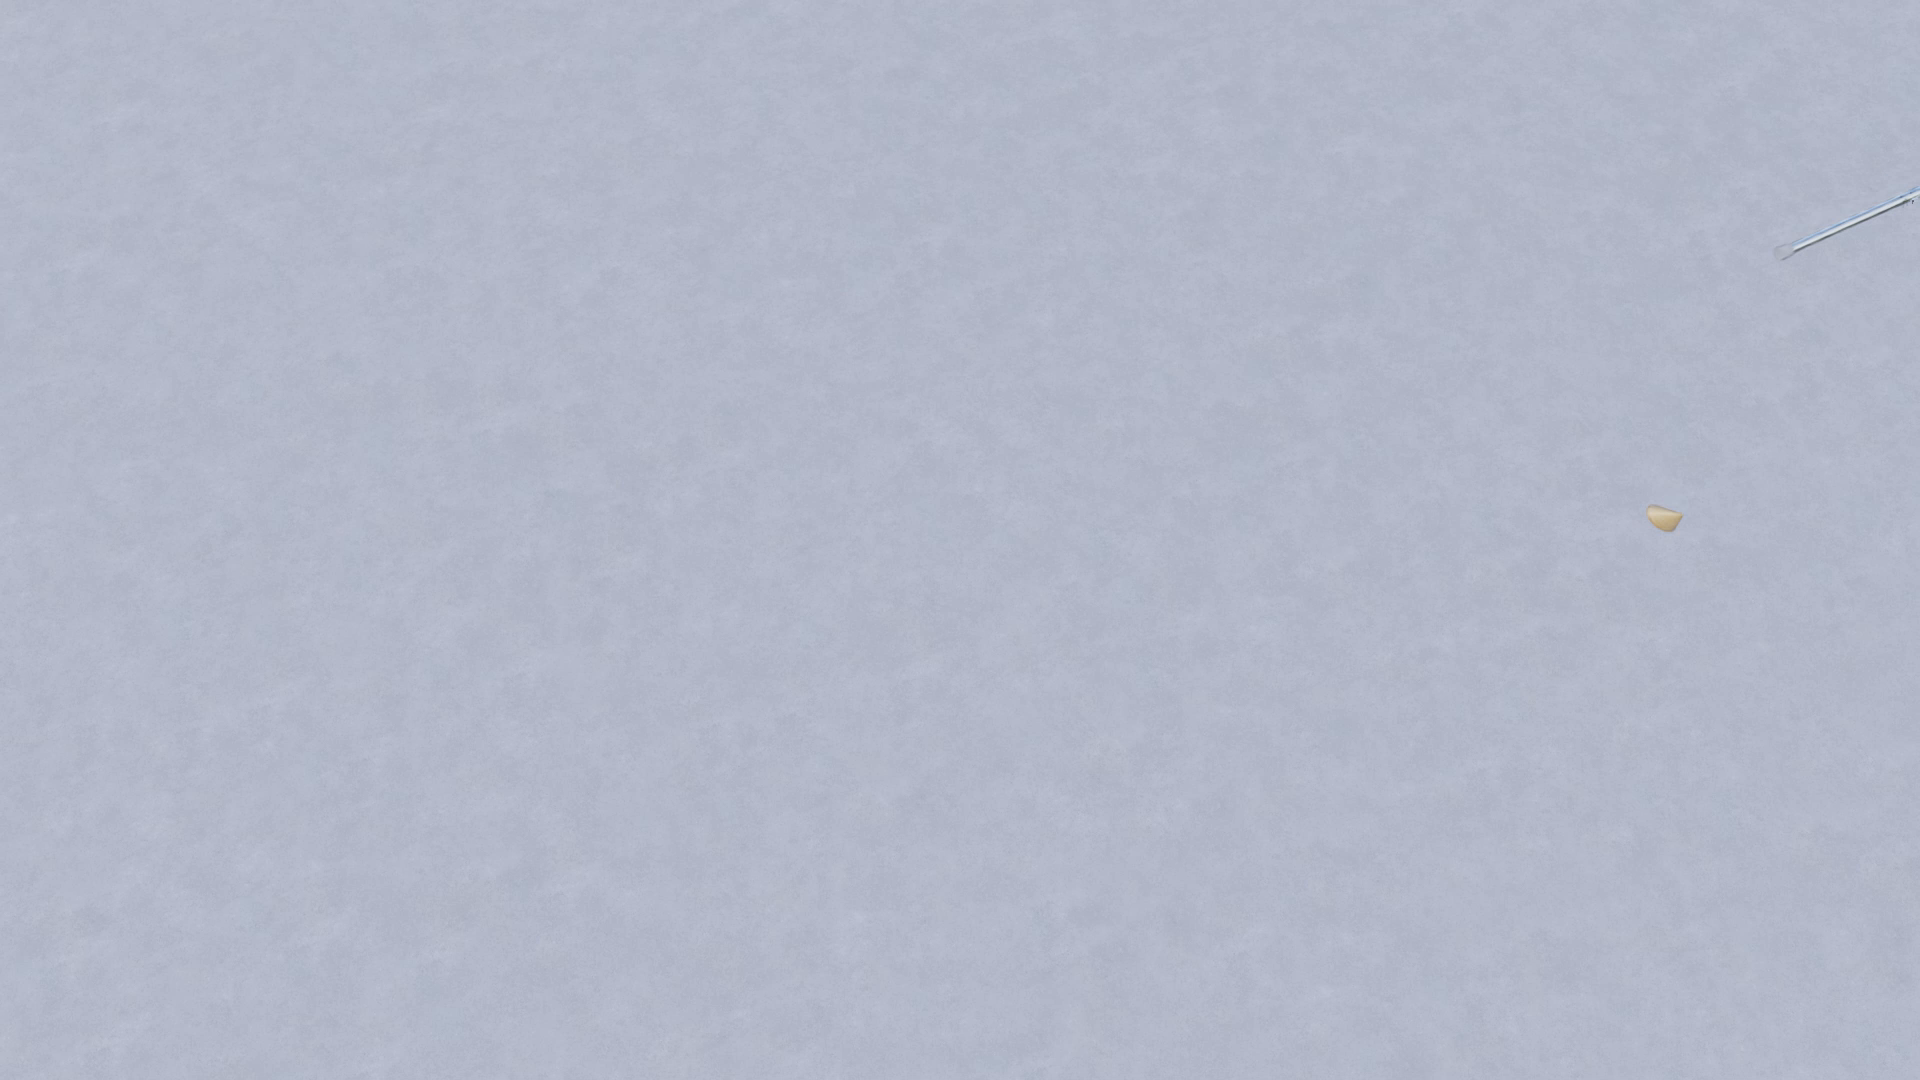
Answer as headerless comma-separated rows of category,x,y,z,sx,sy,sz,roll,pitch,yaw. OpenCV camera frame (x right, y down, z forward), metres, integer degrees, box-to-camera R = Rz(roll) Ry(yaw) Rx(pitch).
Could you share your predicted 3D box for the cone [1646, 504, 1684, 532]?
cone,1.287,-0.043,3.970,0.074,0.060,0.042,29,73,-18
